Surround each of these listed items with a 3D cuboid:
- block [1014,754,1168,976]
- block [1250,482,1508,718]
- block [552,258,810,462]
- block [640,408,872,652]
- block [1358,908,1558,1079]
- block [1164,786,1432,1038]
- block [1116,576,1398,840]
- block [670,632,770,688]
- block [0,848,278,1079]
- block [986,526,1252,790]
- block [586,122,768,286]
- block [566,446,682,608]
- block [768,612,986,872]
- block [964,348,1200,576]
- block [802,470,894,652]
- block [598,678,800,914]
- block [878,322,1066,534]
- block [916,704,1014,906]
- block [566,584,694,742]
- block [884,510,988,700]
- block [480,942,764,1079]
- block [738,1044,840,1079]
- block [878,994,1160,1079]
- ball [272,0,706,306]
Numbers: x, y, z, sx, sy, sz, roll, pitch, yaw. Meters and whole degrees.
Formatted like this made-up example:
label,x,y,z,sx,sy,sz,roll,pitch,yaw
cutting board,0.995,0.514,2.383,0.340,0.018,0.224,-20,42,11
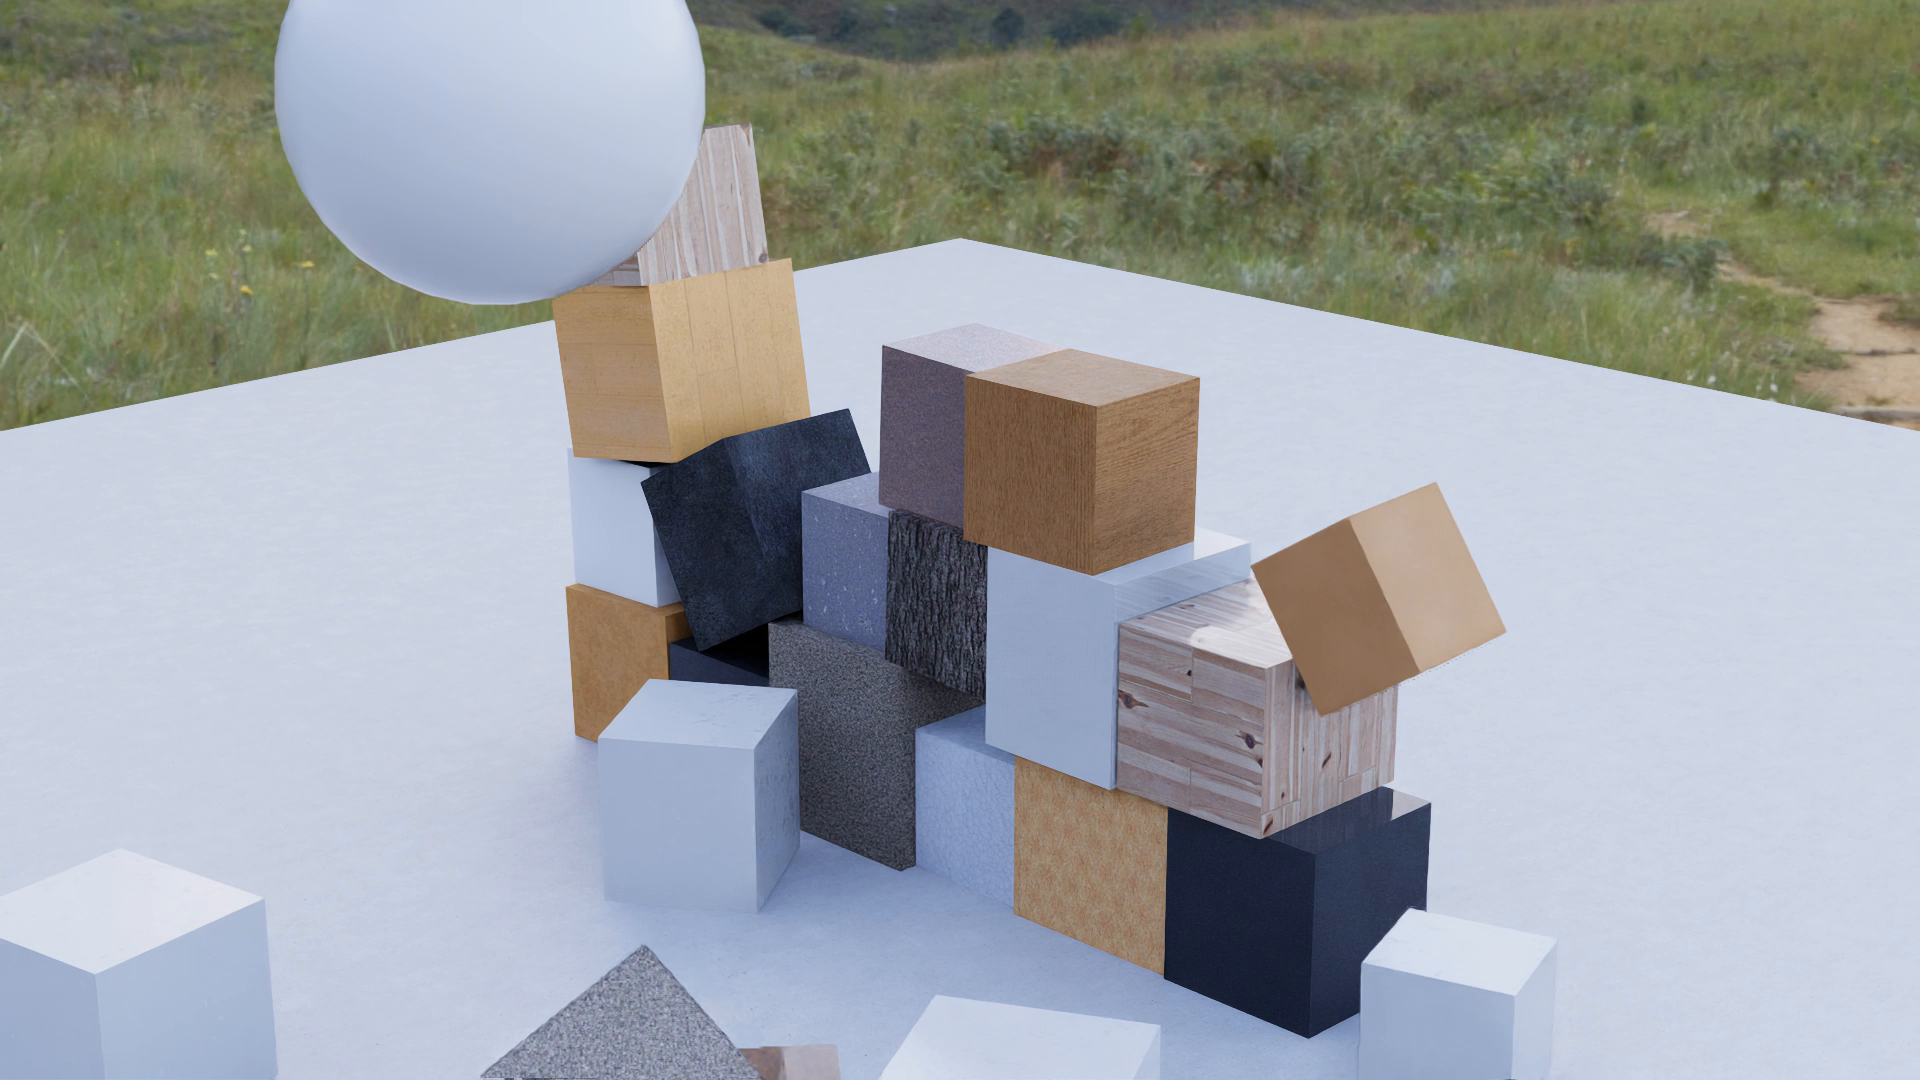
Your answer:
label,x,y,z,sx,sy,sz,roll,pitch,yaw
block,0.833,1.292,12.893,0.893,0.804,0.787,17,24,42
block,1.670,0.235,11.697,0.591,0.664,0.565,-20,-7,-43
block,-1.377,-0.901,14.519,0.890,0.856,0.799,-16,14,-42
block,-0.905,-0.049,14.271,0.797,0.880,0.732,-16,-5,-42
block,1.951,1.855,11.484,0.614,0.550,0.518,9,22,27
block,1.412,1.474,12.301,0.771,0.811,0.778,-17,24,-42
block,1.248,0.681,12.254,0.775,0.730,0.889,17,24,42
block,-0.875,0.832,14.519,0.736,0.707,0.816,17,24,42
block,-3.281,1.781,11.410,0.847,0.760,0.819,12,21,33
block,0.683,0.449,12.724,0.871,0.905,0.735,-16,24,-42
block,-1.522,-1.639,14.343,0.748,0.682,0.836,-15,13,-38
block,-1.501,-0.138,14.888,0.672,0.713,0.672,-16,22,-42
block,-0.287,0.868,13.926,0.848,0.994,0.890,-17,24,-42
block,0.516,-0.346,12.525,0.728,0.728,0.678,16,23,40
block,-0.308,0.094,13.649,0.569,0.649,0.638,-17,24,-42
block,-1.175,1.155,13.359,0.711,0.786,0.767,3,18,11
block,0.068,-0.498,13.033,0.606,0.739,0.590,19,26,41
block,0.266,1.186,13.436,0.659,0.680,0.670,-17,24,-42
block,-1.436,0.605,15.037,0.787,0.801,0.804,14,22,43
block,0.166,0.220,13.182,0.713,0.709,0.686,-16,26,-42
block,-0.987,1.833,9.267,0.651,0.585,0.697,-38,61,-16
block,-0.666,2.188,10.431,0.494,0.571,0.546,-2,18,-6
block,0.185,2.167,10.178,0.831,0.763,0.878,5,18,16
ball,-1.751,-1.681,10.978,1.600,1.600,1.600,0,17,0
